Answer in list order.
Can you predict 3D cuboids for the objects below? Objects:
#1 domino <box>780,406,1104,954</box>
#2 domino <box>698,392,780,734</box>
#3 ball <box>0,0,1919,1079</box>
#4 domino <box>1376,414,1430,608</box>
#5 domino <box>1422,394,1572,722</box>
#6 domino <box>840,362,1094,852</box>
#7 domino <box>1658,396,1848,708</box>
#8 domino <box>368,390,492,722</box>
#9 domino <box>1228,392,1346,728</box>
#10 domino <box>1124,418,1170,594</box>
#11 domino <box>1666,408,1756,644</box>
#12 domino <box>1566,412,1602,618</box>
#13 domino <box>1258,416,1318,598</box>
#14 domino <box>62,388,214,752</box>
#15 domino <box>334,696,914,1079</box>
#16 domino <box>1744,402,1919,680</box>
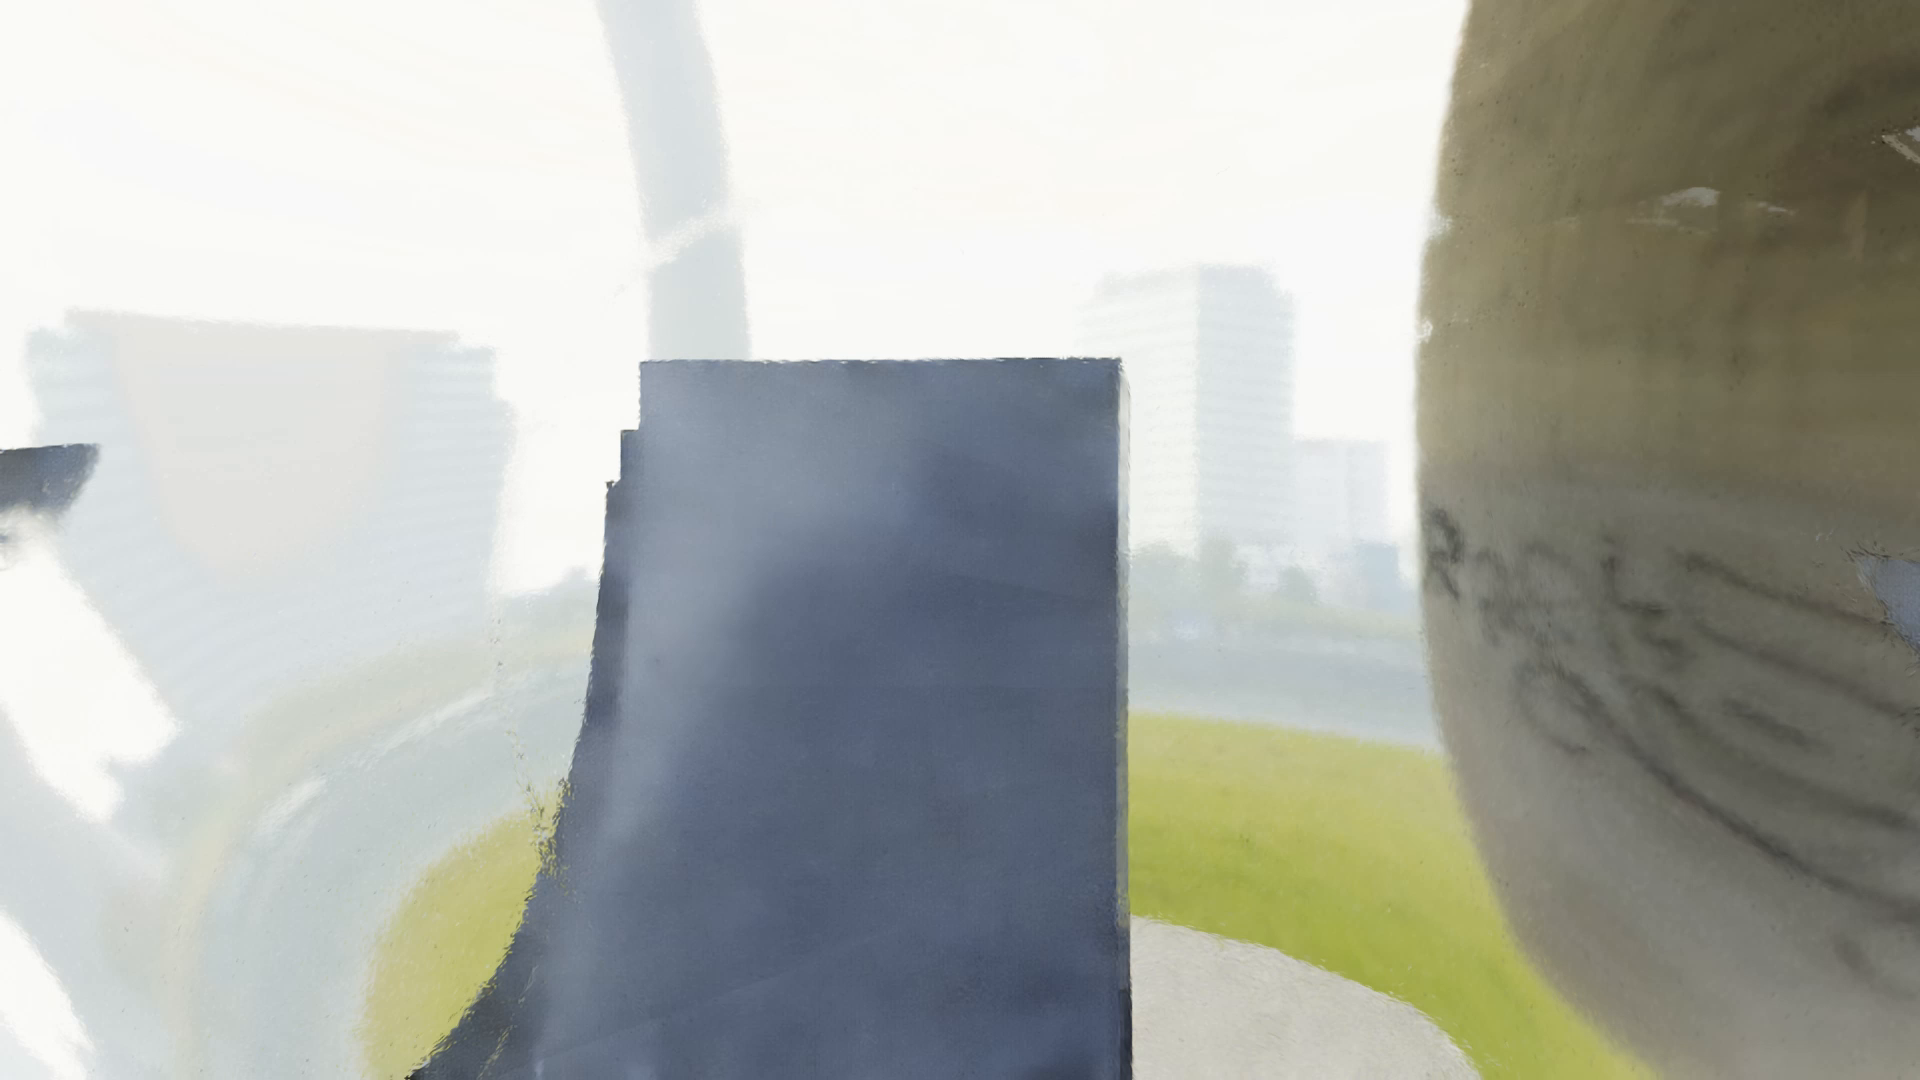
[{"bbox_3d":[0.000,0.010,0.115,0.025,0.050,0.009,0,-35,7],"label":"domino"},{"bbox_3d":[-0.034,0.003,0.200,0.010,0.050,0.025,0,4,-4],"label":"domino"},{"bbox_3d":[0.003,-0.006,0.045,0.080,0.080,0.080,0,4,0],"label":"ball"},{"bbox_3d":[0.122,-0.008,0.344,0.010,0.050,0.025,4,6,40],"label":"domino"},{"bbox_3d":[0.086,0.002,0.207,0.010,0.050,0.025,-1,4,-8],"label":"domino"},{"bbox_3d":[0.001,0.007,0.138,0.025,0.050,0.009,1,-5,9],"label":"domino"},{"bbox_3d":[0.134,0.001,0.218,0.009,0.050,0.025,-2,5,-21],"label":"domino"},{"bbox_3d":[-0.080,0.003,0.195,0.010,0.050,0.025,-1,4,-7],"label":"domino"},{"bbox_3d":[0.051,0.002,0.203,0.009,0.050,0.025,0,4,-5],"label":"domino"},{"bbox_3d":[0.054,-0.011,0.375,0.009,0.050,0.025,0,4,1],"label":"domino"},{"bbox_3d":[0.168,-0.003,0.279,0.025,0.050,0.010,-1,4,-17],"label":"domino"},{"bbox_3d":[0.147,-0.006,0.317,0.025,0.050,0.010,-3,5,-37],"label":"domino"},{"bbox_3d":[0.093,-0.010,0.364,0.009,0.050,0.025,2,5,29],"label":"domino"},{"bbox_3d":[-0.120,0.003,0.188,0.009,0.050,0.025,-1,4,-15],"label":"domino"},{"bbox_3d":[-0.026,0.026,0.085,0.025,0.010,0.050,-2,18,-29],"label":"domino"},{"bbox_3d":[0.163,-0.001,0.241,0.025,0.050,0.010,3,5,32],"label":"domino"}]
